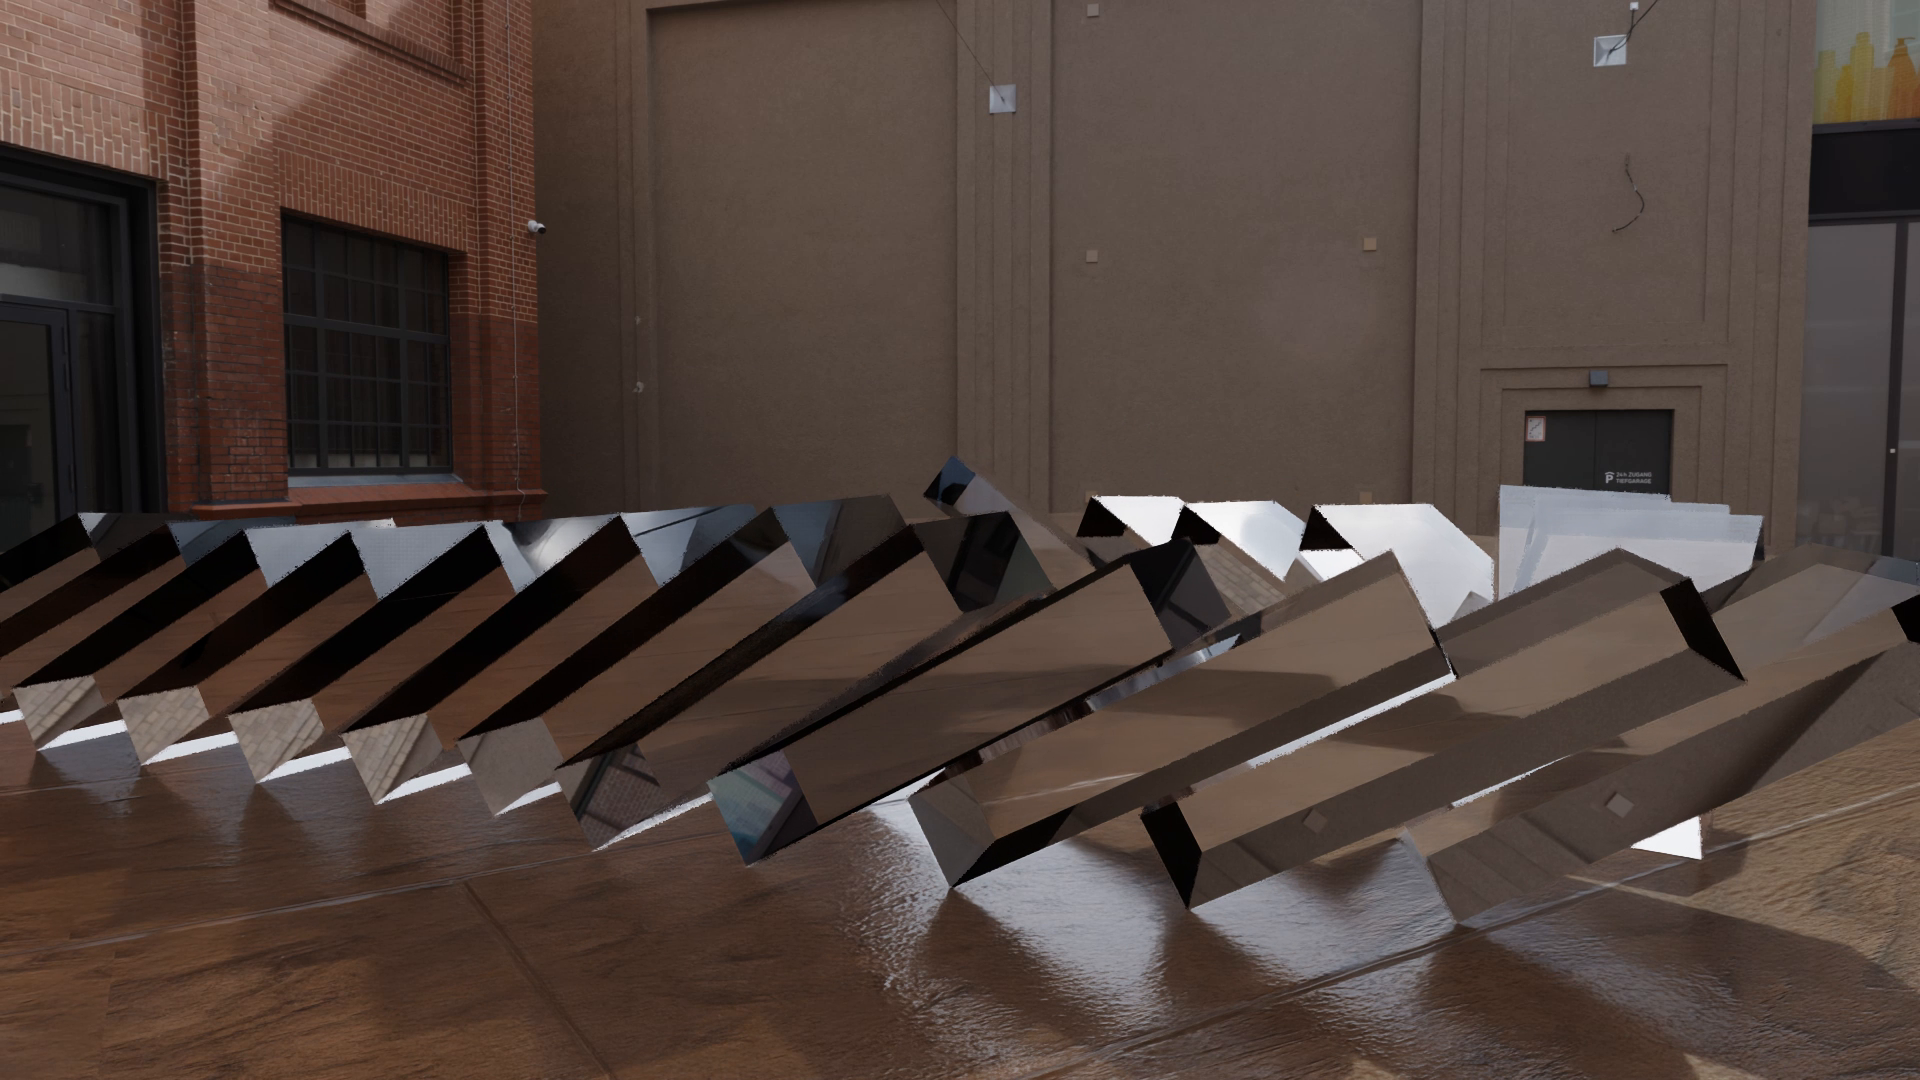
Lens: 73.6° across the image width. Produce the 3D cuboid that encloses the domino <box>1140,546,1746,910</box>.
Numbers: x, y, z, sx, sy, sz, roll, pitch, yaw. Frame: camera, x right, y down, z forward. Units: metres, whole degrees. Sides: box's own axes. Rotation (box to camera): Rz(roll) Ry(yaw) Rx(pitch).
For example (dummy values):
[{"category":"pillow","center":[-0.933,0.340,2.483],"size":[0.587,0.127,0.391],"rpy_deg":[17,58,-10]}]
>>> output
[{"category":"domino","center":[0.043,0.017,0.122],"size":[0.050,0.009,0.025],"rpy_deg":[-28,-2,16]}]

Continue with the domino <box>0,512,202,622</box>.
[{"category":"domino","center":[-0.144,0.011,0.197],"size":[0.050,0.009,0.025],"rpy_deg":[-27,-2,5]}]

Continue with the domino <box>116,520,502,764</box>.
[{"category":"domino","center":[-0.086,0.014,0.173],"size":[0.050,0.010,0.025],"rpy_deg":[-29,-8,23]}]

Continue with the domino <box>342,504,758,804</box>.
[{"category":"domino","center":[-0.047,0.013,0.154],"size":[0.050,0.010,0.025],"rpy_deg":[-34,-10,22]}]

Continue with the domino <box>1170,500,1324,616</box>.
[{"category":"domino","center":[0.064,0.009,0.235],"size":[0.025,0.010,0.050],"rpy_deg":[-3,32,-34]}]

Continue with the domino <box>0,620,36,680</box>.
[{"category":"domino","center":[-0.186,0.022,0.215],"size":[0.025,0.009,0.050],"rpy_deg":[0,4,2]}]

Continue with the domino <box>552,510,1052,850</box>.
[{"category":"domino","center":[-0.017,0.015,0.137],"size":[0.050,0.009,0.025],"rpy_deg":[-34,-9,22]}]

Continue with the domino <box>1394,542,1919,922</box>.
[{"category":"domino","center":[0.065,0.017,0.122],"size":[0.050,0.009,0.025],"rpy_deg":[-28,2,9]}]

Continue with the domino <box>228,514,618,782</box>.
[{"category":"domino","center":[-0.066,0.014,0.164],"size":[0.050,0.009,0.025],"rpy_deg":[-31,-8,22]}]

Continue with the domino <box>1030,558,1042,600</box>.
[{"category":"domino","center":[-0.012,0.014,0.234],"size":[0.050,0.009,0.025],"rpy_deg":[-1,-30,-9]}]

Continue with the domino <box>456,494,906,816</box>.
[{"category":"domino","center":[-0.030,0.013,0.145],"size":[0.050,0.010,0.025],"rpy_deg":[-34,-9,23]}]

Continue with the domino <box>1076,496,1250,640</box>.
[{"category":"domino","center":[0.048,0.008,0.251],"size":[0.025,0.010,0.050],"rpy_deg":[-1,31,-38]}]

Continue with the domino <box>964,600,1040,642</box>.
[{"category":"domino","center":[0.000,0.017,0.175],"size":[0.025,0.010,0.050],"rpy_deg":[0,-13,0]}]

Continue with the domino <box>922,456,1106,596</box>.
[{"category":"domino","center":[0.018,0.004,0.248],"size":[0.050,0.009,0.025],"rpy_deg":[39,8,20]}]

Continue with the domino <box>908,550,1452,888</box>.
[{"category":"domino","center":[0.022,0.017,0.128],"size":[0.050,0.009,0.025],"rpy_deg":[-28,-4,17]}]

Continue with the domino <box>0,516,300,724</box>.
[{"category":"domino","center":[-0.125,0.012,0.192],"size":[0.050,0.009,0.025],"rpy_deg":[-27,-2,11]}]

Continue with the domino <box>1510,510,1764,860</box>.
[{"category":"domino","center":[0.078,0.014,0.153],"size":[0.025,0.010,0.050],"rpy_deg":[3,36,38]}]

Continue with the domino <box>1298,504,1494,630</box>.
[{"category":"domino","center":[0.081,0.011,0.216],"size":[0.025,0.009,0.050],"rpy_deg":[-1,32,-17]}]

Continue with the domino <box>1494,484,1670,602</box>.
[{"category":"domino","center":[0.094,0.010,0.192],"size":[0.025,0.009,0.050],"rpy_deg":[5,38,20]}]

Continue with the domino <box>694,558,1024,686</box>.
[{"category":"domino","center":[-0.014,0.014,0.201],"size":[0.025,0.009,0.050],"rpy_deg":[-24,-19,28]}]

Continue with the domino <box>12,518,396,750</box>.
[{"category":"domino","center":[-0.105,0.013,0.182],"size":[0.050,0.009,0.025],"rpy_deg":[-28,-5,19]}]

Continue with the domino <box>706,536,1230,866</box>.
[{"category":"domino","center":[0.001,0.016,0.132],"size":[0.050,0.010,0.025],"rpy_deg":[-30,-8,22]}]

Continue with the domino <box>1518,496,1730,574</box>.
[{"category":"domino","center":[0.088,0.012,0.172],"size":[0.025,0.009,0.050],"rpy_deg":[5,37,30]}]
